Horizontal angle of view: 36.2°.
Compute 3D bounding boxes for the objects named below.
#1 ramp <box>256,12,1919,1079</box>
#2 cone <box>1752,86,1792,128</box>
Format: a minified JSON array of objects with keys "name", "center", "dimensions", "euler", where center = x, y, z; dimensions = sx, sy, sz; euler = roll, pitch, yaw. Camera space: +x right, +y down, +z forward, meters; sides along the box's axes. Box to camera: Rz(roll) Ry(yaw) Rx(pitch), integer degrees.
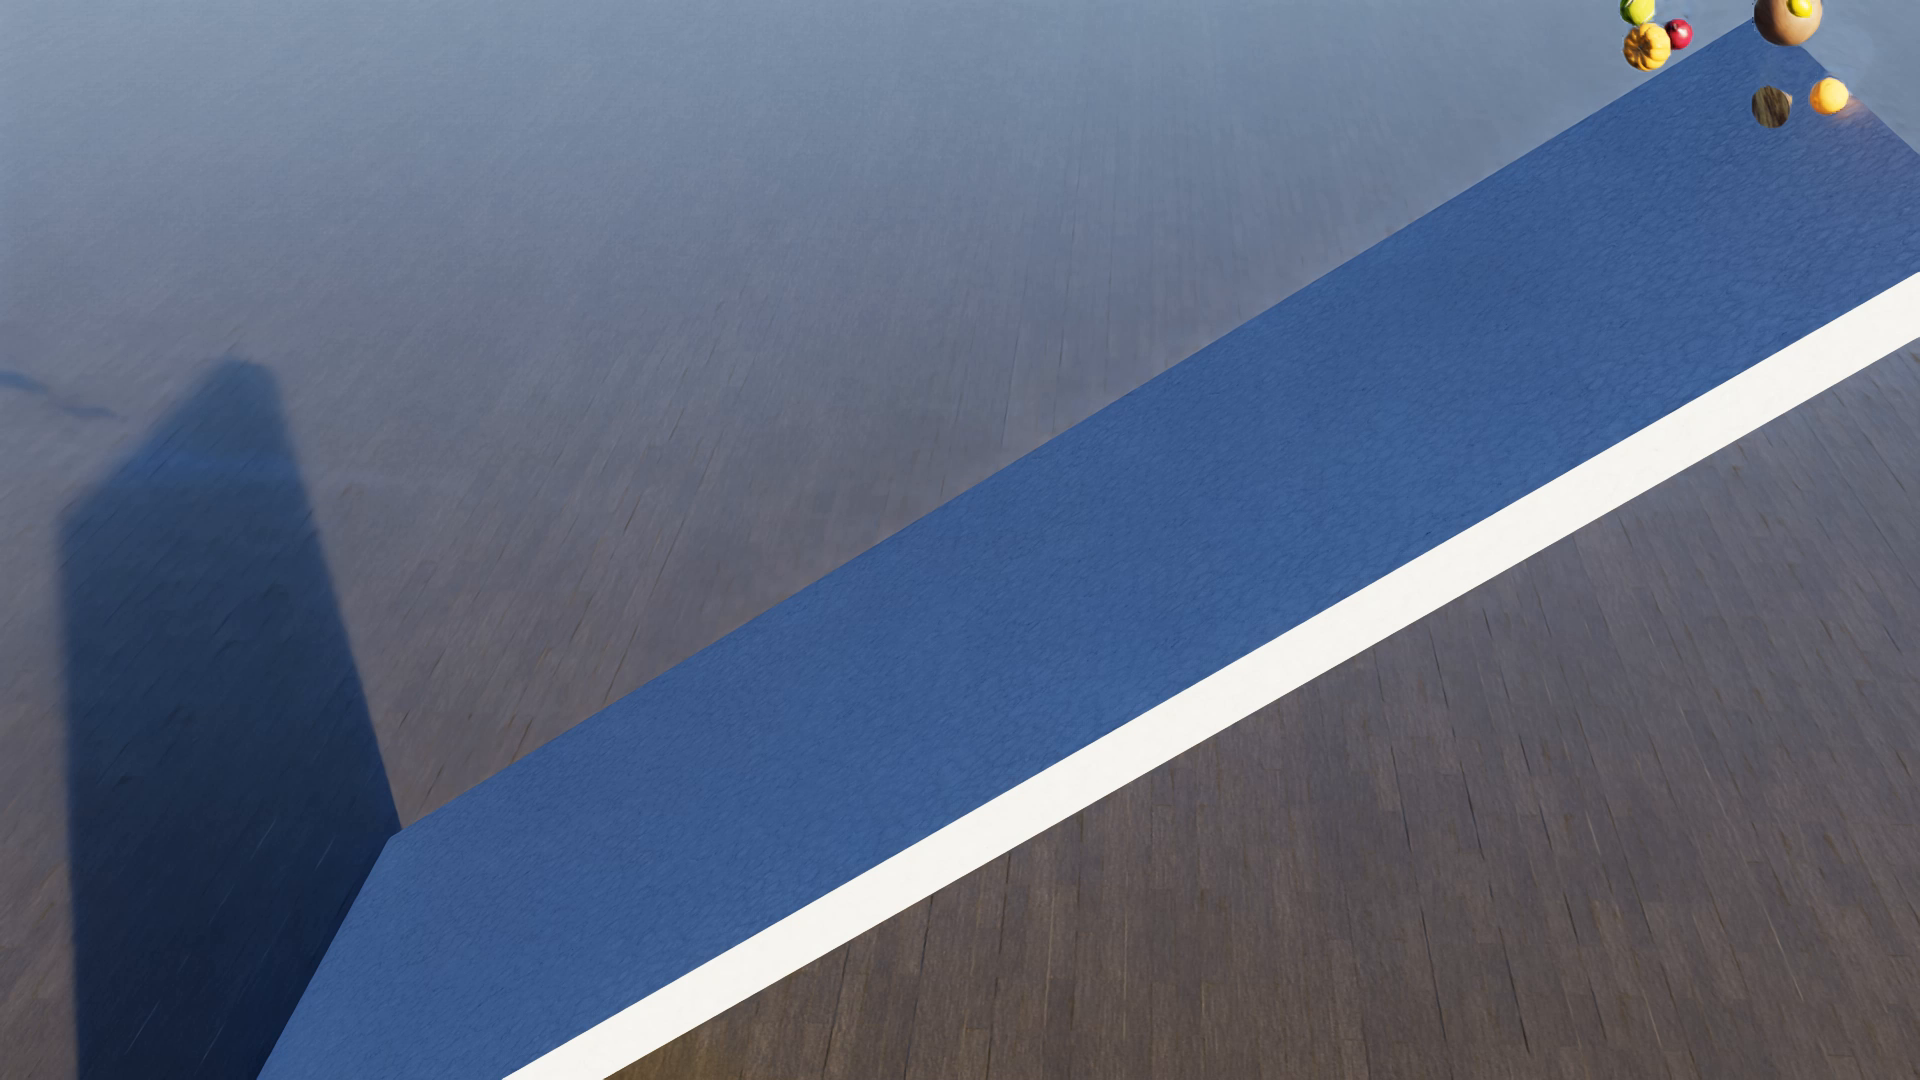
[{"name":"ramp","center":[0.139,0.171,6.296],"dimensions":[4.000,0.100,2.000],"euler":[-31,15,14]},{"name":"cone","center":[1.631,-0.870,5.840],"dimensions":[0.085,0.085,0.085],"euler":[19,33,41]}]
